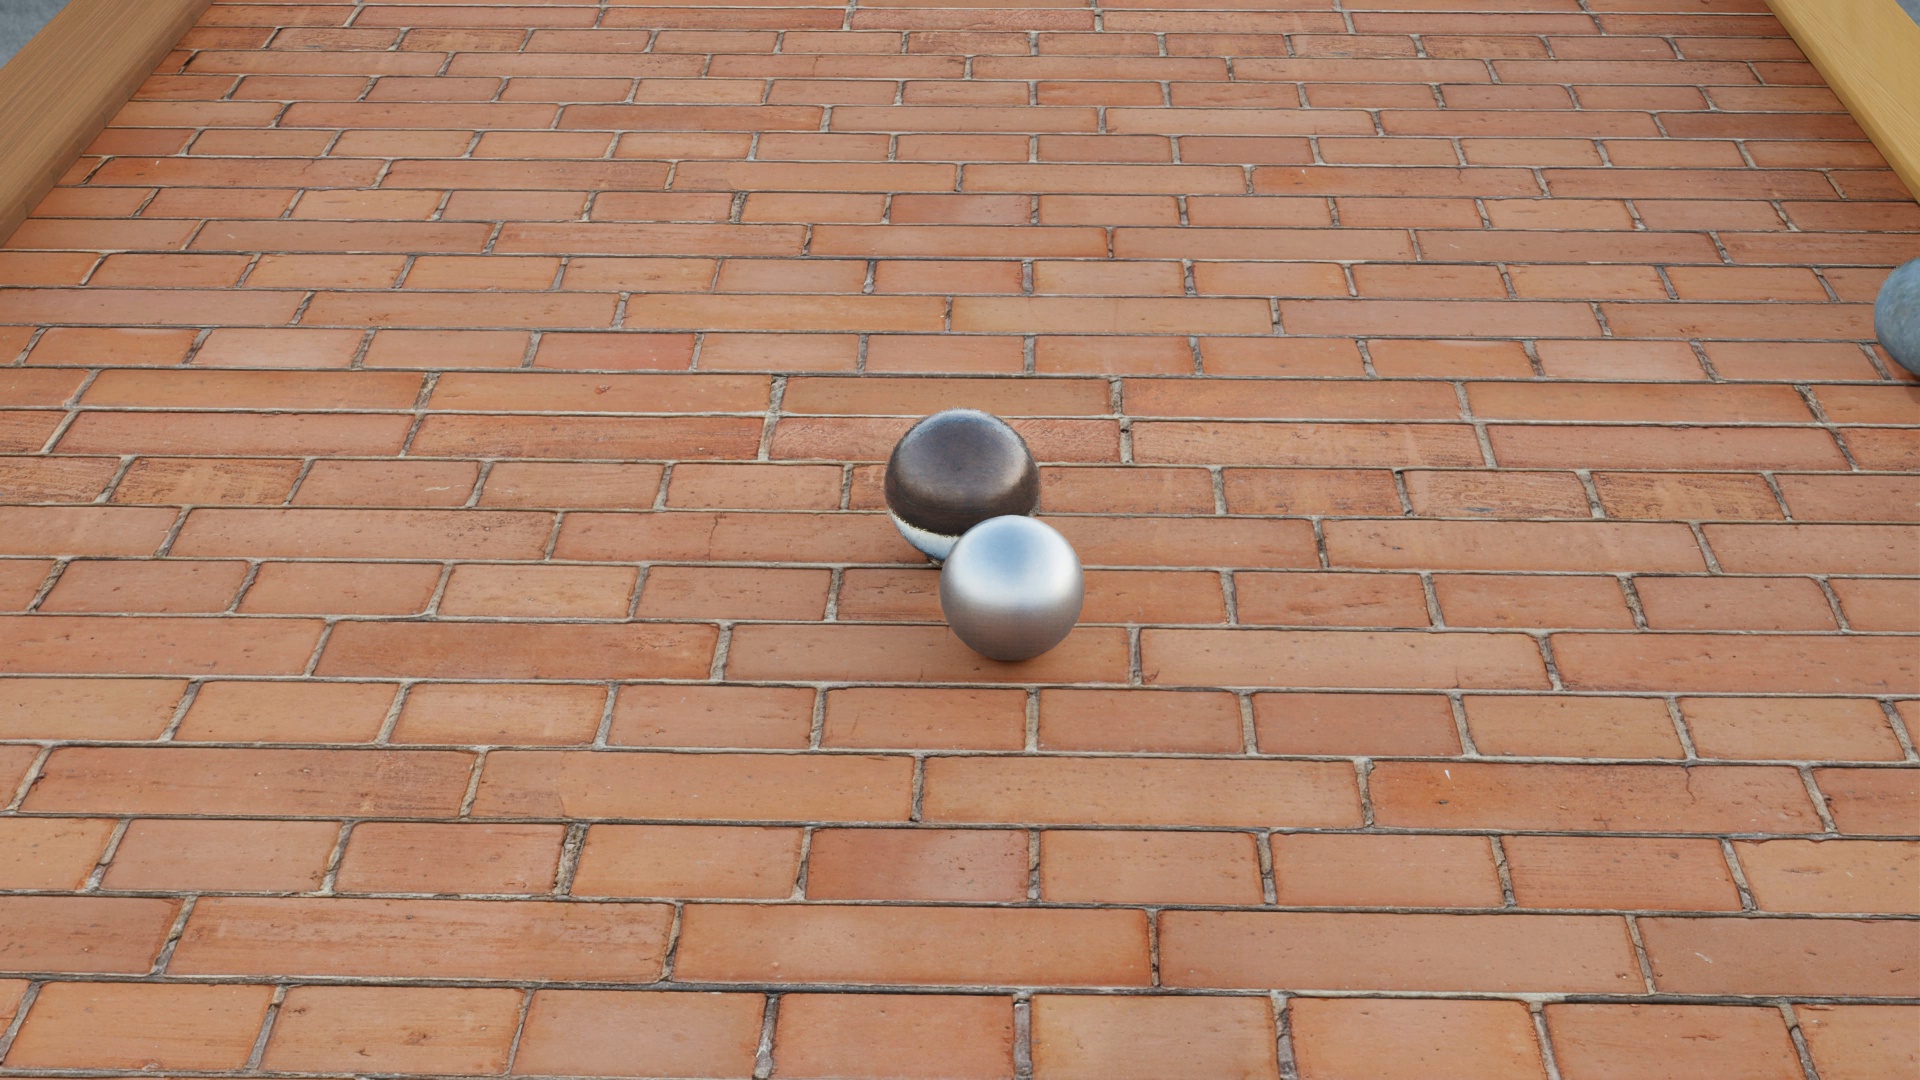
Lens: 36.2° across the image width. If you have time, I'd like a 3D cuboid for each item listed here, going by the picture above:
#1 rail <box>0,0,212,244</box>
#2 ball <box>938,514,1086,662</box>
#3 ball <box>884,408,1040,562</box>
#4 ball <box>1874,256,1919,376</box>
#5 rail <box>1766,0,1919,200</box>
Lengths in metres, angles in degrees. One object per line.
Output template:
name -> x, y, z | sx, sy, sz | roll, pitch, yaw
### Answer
rail -> -0.754, -0.372, 2.509 | 0.045, 0.129, 3.033 | 1, 27, 1
ball -> 0.031, 0.029, 1.765 | 0.088, 0.088, 0.088 | 0, 27, 0
ball -> 0.001, -0.034, 1.877 | 0.099, 0.099, 0.099 | 0, 27, 0
ball -> 0.714, -0.163, 2.140 | 0.092, 0.092, 0.092 | 0, 27, 0
rail -> 0.788, -0.356, 2.477 | 0.045, 0.129, 3.033 | 1, 27, 1
